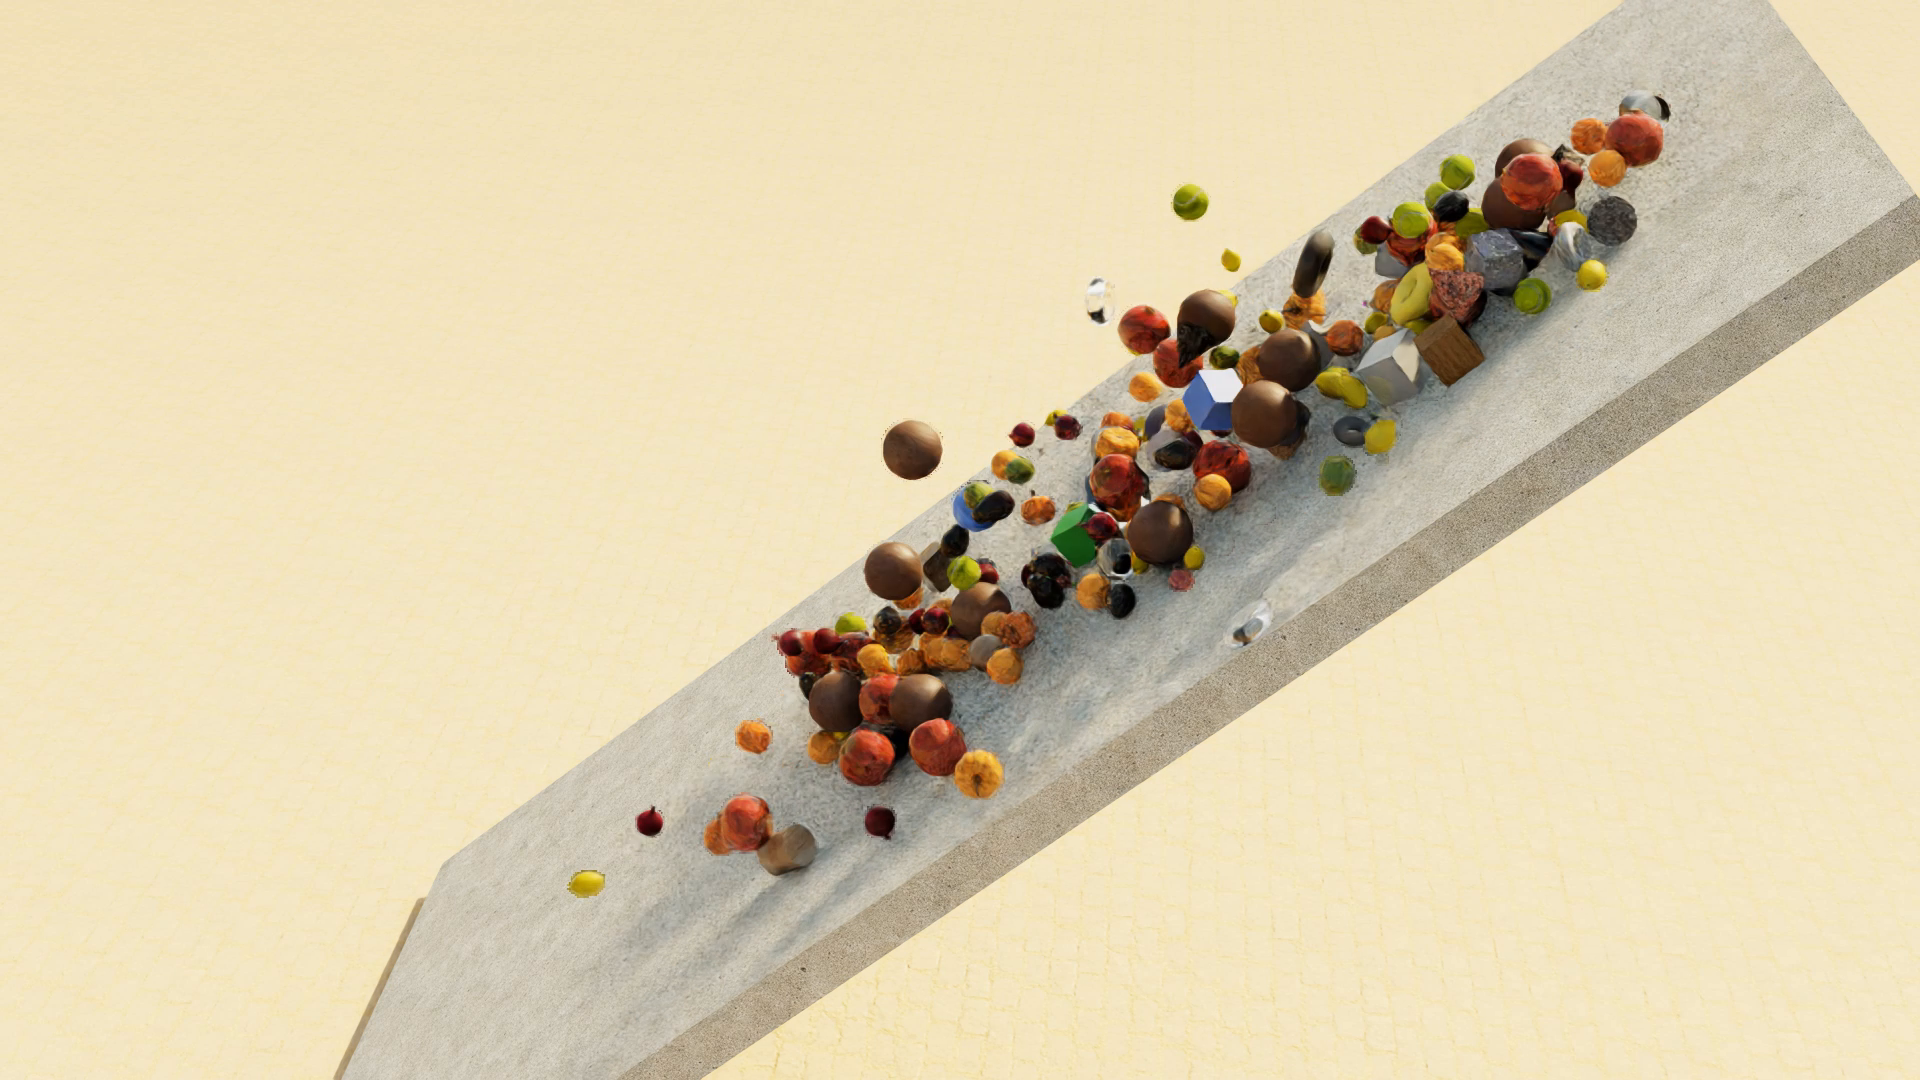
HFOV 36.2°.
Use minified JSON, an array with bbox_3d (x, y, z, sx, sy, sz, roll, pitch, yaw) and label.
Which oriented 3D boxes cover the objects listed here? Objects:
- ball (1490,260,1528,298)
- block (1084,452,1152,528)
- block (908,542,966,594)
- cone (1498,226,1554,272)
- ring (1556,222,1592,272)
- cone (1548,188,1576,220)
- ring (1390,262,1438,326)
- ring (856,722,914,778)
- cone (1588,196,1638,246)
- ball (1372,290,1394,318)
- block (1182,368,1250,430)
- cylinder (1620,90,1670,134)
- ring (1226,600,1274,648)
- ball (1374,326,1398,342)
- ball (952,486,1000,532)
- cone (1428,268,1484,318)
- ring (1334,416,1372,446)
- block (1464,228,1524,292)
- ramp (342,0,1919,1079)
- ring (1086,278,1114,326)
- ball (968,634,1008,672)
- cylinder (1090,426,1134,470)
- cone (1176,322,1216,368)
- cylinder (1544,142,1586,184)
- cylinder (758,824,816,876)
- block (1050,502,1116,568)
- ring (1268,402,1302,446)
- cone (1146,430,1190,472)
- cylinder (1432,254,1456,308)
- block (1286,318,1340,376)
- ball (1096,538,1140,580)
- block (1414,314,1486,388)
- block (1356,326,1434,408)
[{"bbox_3d":[1.055,-0.512,5.686,0.085,0.085,0.085,0,24,0],"label":"ball"},{"bbox_3d":[0.333,-0.104,6.197,0.095,0.095,0.095,35,31,-28],"label":"block"},{"bbox_3d":[-0.053,0.064,6.741,0.080,0.080,0.080,-44,16,-12],"label":"block"},{"bbox_3d":[1.089,-0.585,5.740,0.097,0.097,0.097,32,20,-13],"label":"cone"},{"bbox_3d":[1.154,-0.552,5.534,0.033,0.098,0.098,-15,9,42],"label":"ring"},{"bbox_3d":[1.179,-0.654,5.830,0.061,0.061,0.061,21,66,40],"label":"cone"},{"bbox_3d":[0.904,-0.488,5.838,0.046,0.138,0.138,29,19,-14],"label":"ring"},{"bbox_3d":[-0.154,0.432,6.040,0.143,0.048,0.143,-39,16,14],"label":"ring"},{"bbox_3d":[1.243,-0.601,5.566,0.093,0.093,0.093,10,8,22],"label":"cone"},{"bbox_3d":[0.880,-0.489,6.086,0.057,0.057,0.057,0,24,0],"label":"ball"},{"bbox_3d":[0.505,-0.277,5.804,0.084,0.084,0.084,-4,52,-30],"label":"block"},{"bbox_3d":[1.357,-0.848,5.831,0.077,0.077,0.077,-3,17,-8],"label":"cylinder"},{"bbox_3d":[0.517,0.149,5.253,0.104,0.035,0.104,-41,15,14],"label":"ring"},{"bbox_3d":[0.859,-0.407,5.926,0.051,0.051,0.051,0,24,0],"label":"ball"},{"bbox_3d":[0.033,-0.065,6.097,0.097,0.097,0.097,0,24,0],"label":"ball"},{"bbox_3d":[0.916,-0.486,5.537,0.099,0.099,0.099,32,16,-19],"label":"cone"},{"bbox_3d":[0.750,-0.207,5.612,0.077,0.026,0.077,5,40,-4],"label":"ring"},{"bbox_3d":[1.015,-0.533,5.592,0.078,0.078,0.078,-14,44,-13],"label":"block"},{"bbox_3d":[0.121,0.185,6.340,4.000,0.100,2.000,-36,16,18],"label":"ramp"},{"bbox_3d":[0.317,-0.536,6.628,0.037,0.112,0.112,0,22,26],"label":"ring"},{"bbox_3d":[0.056,0.230,5.947,0.078,0.078,0.078,0,24,0],"label":"ball"},{"bbox_3d":[0.331,-0.189,6.403,0.087,0.087,0.087,-1,35,-3],"label":"cylinder"},{"bbox_3d":[0.481,-0.397,6.219,0.090,0.090,0.090,14,65,29],"label":"cone"},{"bbox_3d":[1.210,-0.754,5.883,0.057,0.057,0.057,40,33,5],"label":"cylinder"},{"bbox_3d":[-0.347,0.622,5.897,0.084,0.084,0.084,-27,1,43],"label":"cylinder"},{"bbox_3d":[0.260,-0.011,6.196,0.087,0.087,0.087,-30,19,35],"label":"block"},{"bbox_3d":[0.640,-0.226,5.783,0.029,0.086,0.086,1,18,45],"label":"ring"},{"bbox_3d":[0.418,-0.194,5.977,0.089,0.089,0.089,-1,17,-3],"label":"cone"},{"bbox_3d":[0.970,-0.523,5.932,0.076,0.076,0.076,-37,21,12],"label":"cylinder"},{"bbox_3d":[0.735,-0.402,6.126,0.075,0.075,0.075,34,17,-12],"label":"block"},{"bbox_3d":[0.319,0.038,5.926,0.086,0.086,0.086,0,24,0],"label":"ball"},{"bbox_3d":[0.927,-0.361,5.570,0.090,0.090,0.090,-37,16,14],"label":"block"},{"bbox_3d":[0.844,-0.333,5.678,0.095,0.095,0.095,-24,23,47],"label":"block"}]
